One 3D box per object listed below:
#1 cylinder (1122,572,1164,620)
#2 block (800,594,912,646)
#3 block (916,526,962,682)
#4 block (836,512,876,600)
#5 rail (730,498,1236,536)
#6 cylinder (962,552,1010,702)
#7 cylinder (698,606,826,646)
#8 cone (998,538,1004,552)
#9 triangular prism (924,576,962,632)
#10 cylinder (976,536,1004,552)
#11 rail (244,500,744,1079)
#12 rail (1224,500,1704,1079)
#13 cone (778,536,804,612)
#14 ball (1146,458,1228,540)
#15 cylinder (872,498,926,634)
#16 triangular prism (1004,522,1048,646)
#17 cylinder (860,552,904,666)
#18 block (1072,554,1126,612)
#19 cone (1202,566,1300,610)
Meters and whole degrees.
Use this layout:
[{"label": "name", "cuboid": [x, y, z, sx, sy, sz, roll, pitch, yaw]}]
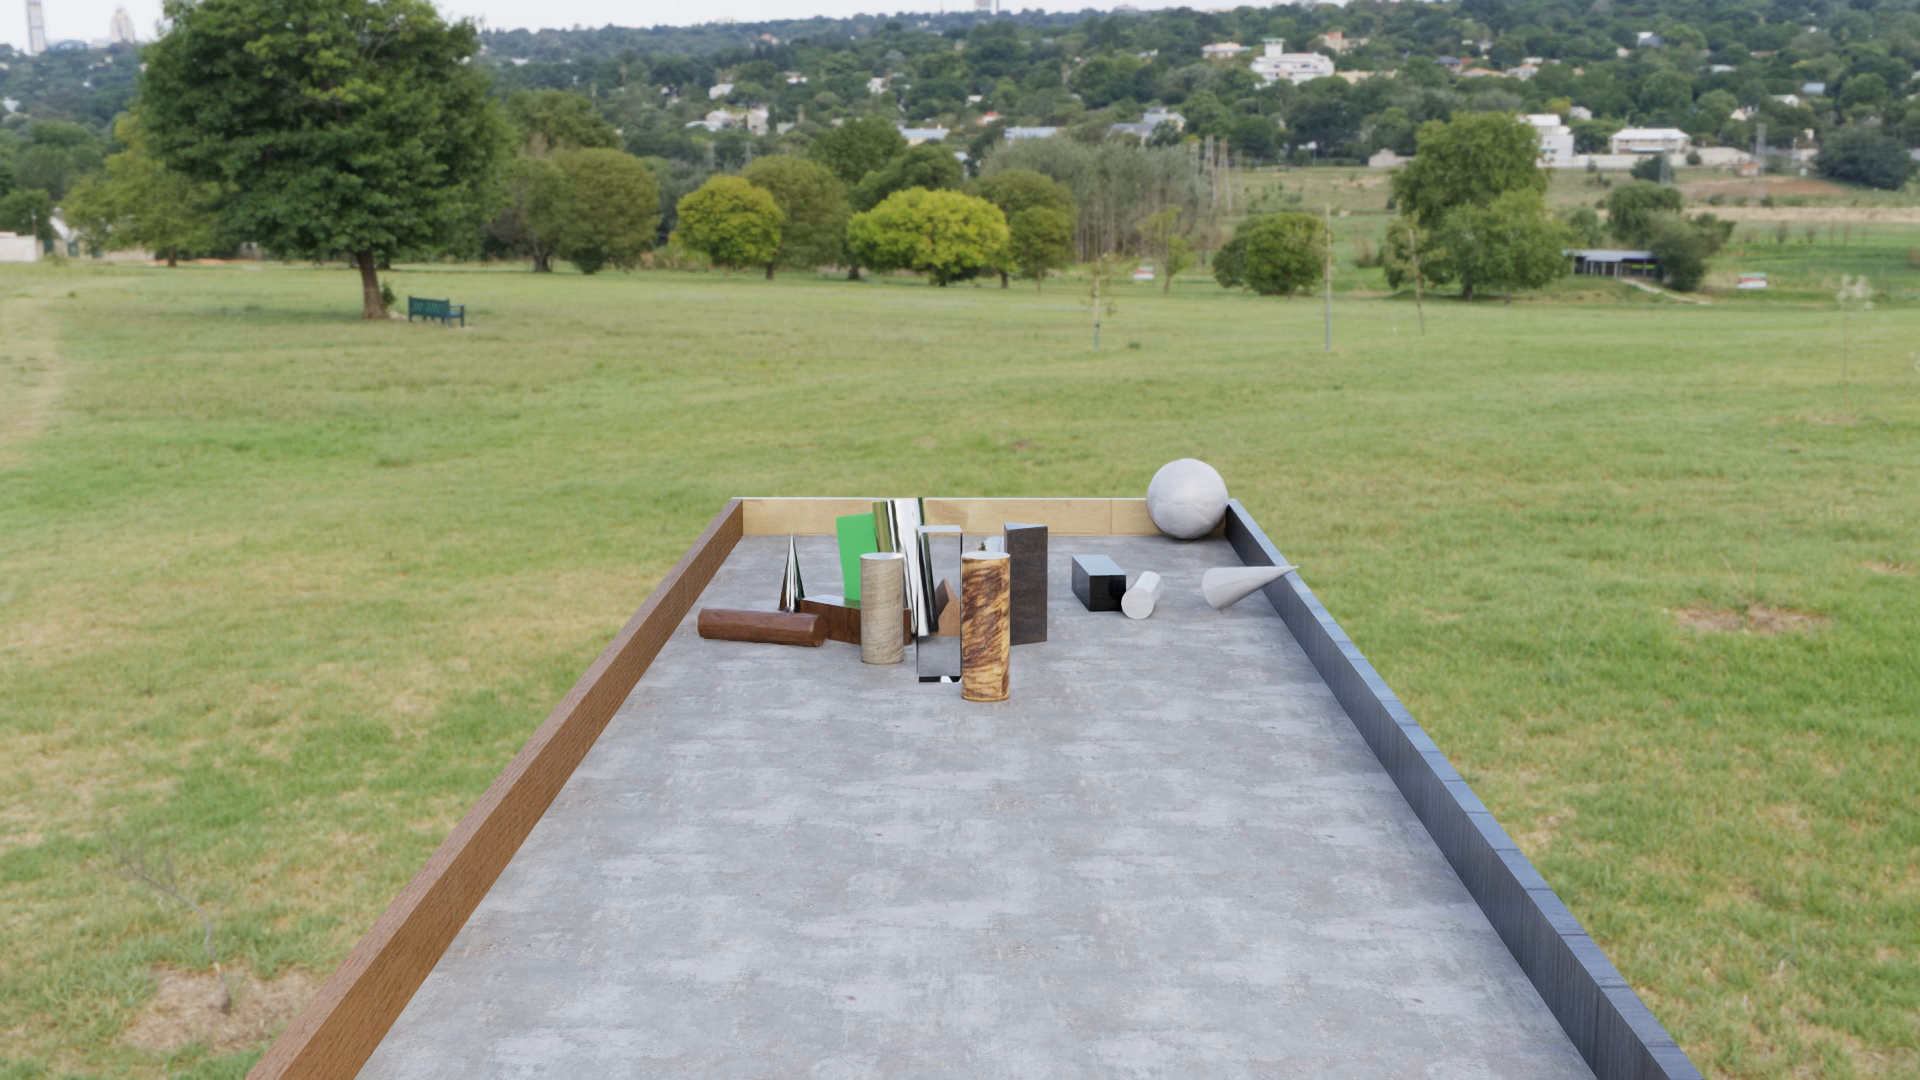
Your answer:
[{"label": "cylinder", "cuboid": [0.623, 0.187, 7.486, 0.108, 0.108, 0.325, 2, 9, 11]}, {"label": "block", "cuboid": [-0.334, 0.260, 7.004, 0.381, 0.114, 0.114, 8, 12, 41]}, {"label": "block", "cuboid": [-0.061, 0.186, 6.422, 0.127, 0.443, 0.127, -1, 9, -4]}, {"label": "block", "cuboid": [-0.266, 0.091, 7.202, 0.171, 0.363, 0.171, -4, 4, 40]}, {"label": "rail", "cuboid": [0.099, -0.098, 9.147, 2.100, 0.150, 0.050, 0, 9, 1]}, {"label": "cylinder", "cuboid": [0.072, 0.243, 6.180, 0.137, 0.405, 0.137, 0, 9, 0]}, {"label": "cylinder", "cuboid": [-0.629, 0.273, 6.967, 0.404, 0.101, 0.101, 3, 10, 21]}, {"label": "cone", "cuboid": [0.137, 0.132, 7.215, 0.171, 0.301, 0.171, 0, 9, 0]}, {"label": "triangular prism", "cuboid": [-0.046, 0.209, 7.307, 0.132, 0.114, 0.416, 0, 9, -3]}, {"label": "cylinder", "cuboid": [0.148, 0.103, 7.815, 0.171, 0.171, 0.443, 0, 9, -2]}, {"label": "rail", "cuboid": [-1.004, 0.839, 3.234, 0.050, 0.150, 12.000, 0, 9, 1]}, {"label": "rail", "cuboid": [1.046, 0.843, 3.208, 0.050, 0.150, 12.000, 0, 9, 1]}, {"label": "cone", "cuboid": [-0.550, 0.123, 7.219, 0.113, 0.317, 0.113, 0, 9, 0]}, {"label": "ball", "cuboid": [0.924, -0.167, 8.936, 0.327, 0.327, 0.327, 0, 9, 0]}, {"label": "cylinder", "cuboid": [-0.176, 0.084, 7.038, 0.168, 0.427, 0.168, -7, 0, 0]}, {"label": "triangular prism", "cuboid": [0.178, 0.135, 6.971, 0.151, 0.371, 0.131, -6, 11, -32]}, {"label": "cylinder", "cuboid": [-0.237, 0.208, 6.665, 0.130, 0.324, 0.130, 0, 9, 0]}, {"label": "block", "cuboid": [0.482, 0.148, 7.672, 0.126, 0.126, 0.417, -1, 9, -5]}, {"label": "cone", "cuboid": [1.000, 0.127, 7.373, 0.147, 0.147, 0.370, -9, -7, -44]}]
